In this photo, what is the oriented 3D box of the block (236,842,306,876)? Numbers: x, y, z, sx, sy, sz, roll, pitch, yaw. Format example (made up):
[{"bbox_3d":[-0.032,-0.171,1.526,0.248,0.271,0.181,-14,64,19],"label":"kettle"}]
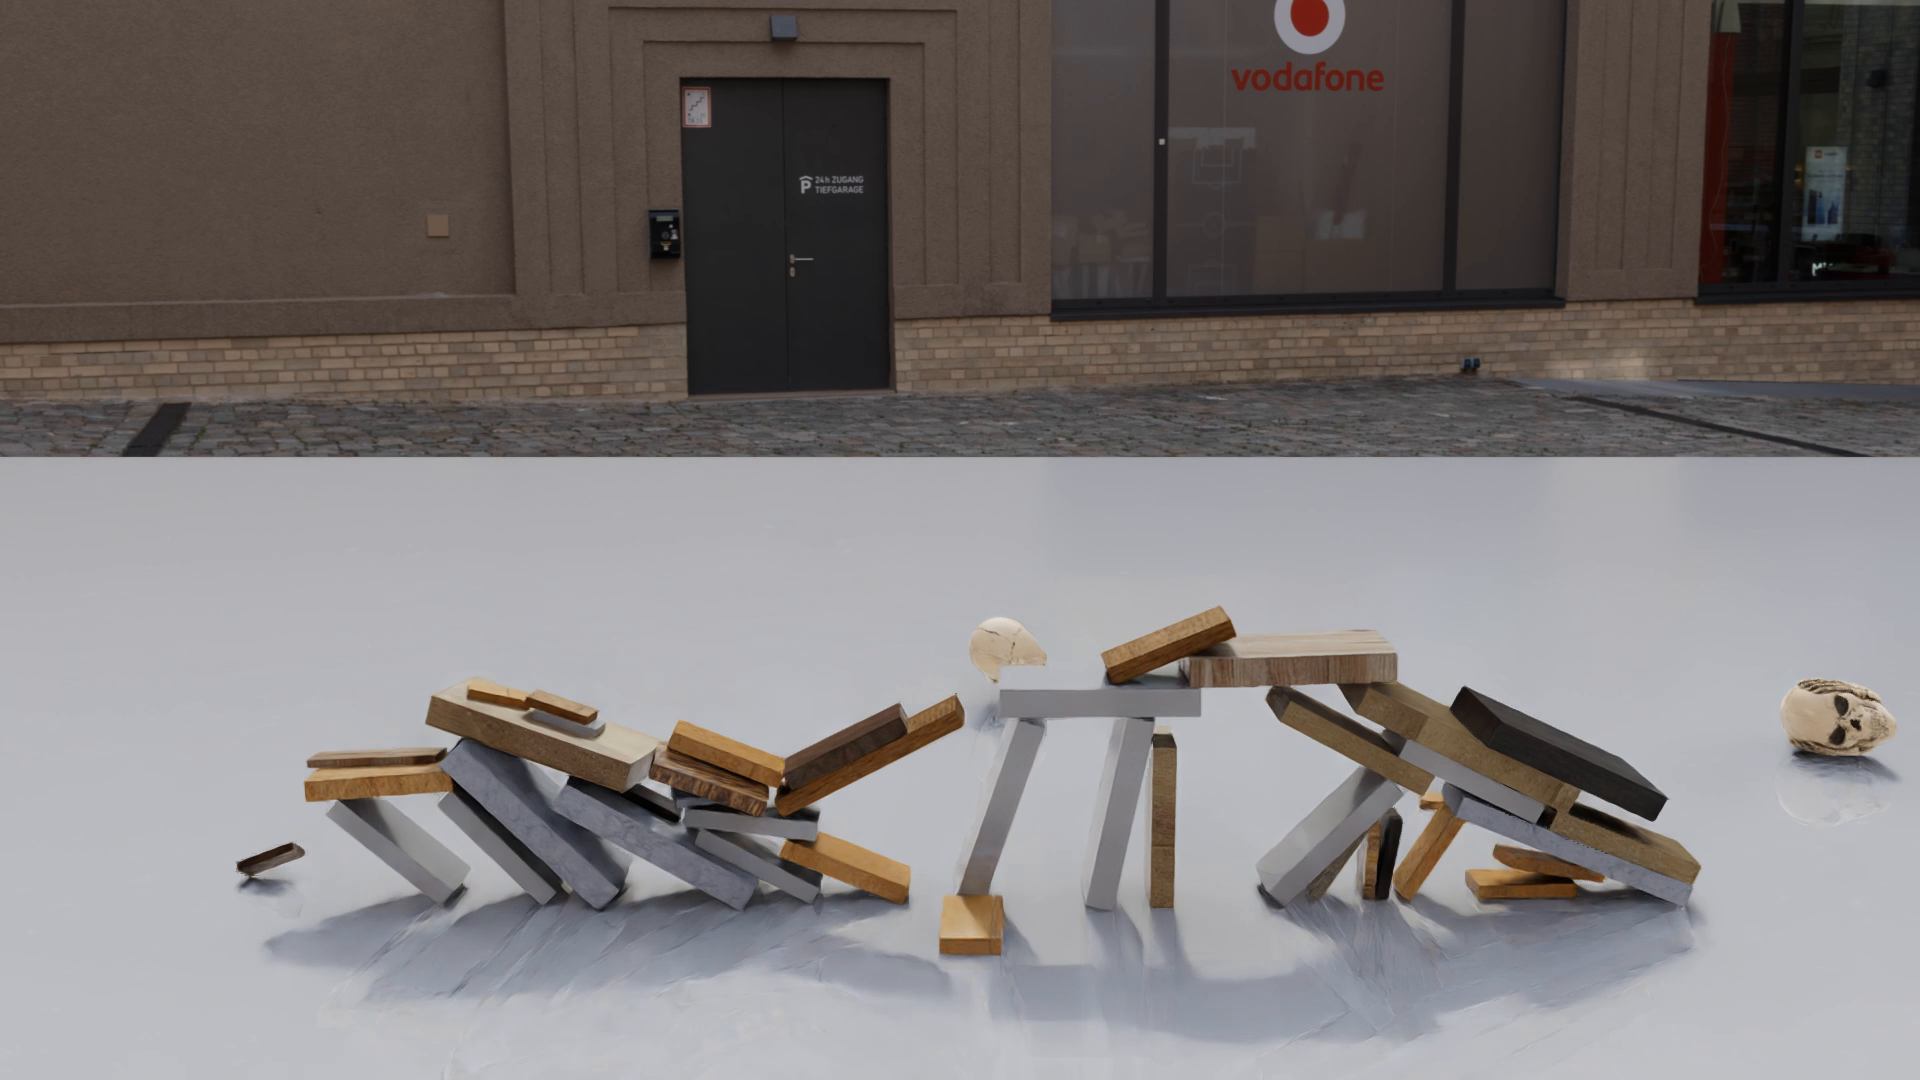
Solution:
[{"bbox_3d":[-1.170,0.542,3.734,0.100,0.014,0.050,-20,-21,-2],"label":"block"}]

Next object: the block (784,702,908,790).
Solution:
[{"bbox_3d":[-0.187,0.339,3.620,0.213,0.030,0.107,-26,9,2],"label":"block"}]

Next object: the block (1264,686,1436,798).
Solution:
[{"bbox_3d":[0.640,0.325,3.619,0.272,0.039,0.136,28,9,-7],"label":"block"}]

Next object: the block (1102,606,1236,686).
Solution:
[{"bbox_3d":[0.339,0.171,3.593,0.213,0.030,0.107,-22,11,2],"label":"block"}]

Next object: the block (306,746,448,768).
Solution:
[{"bbox_3d":[-0.969,0.362,3.656,0.226,0.014,0.050,-3,11,10],"label":"block"}]

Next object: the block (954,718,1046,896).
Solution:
[{"bbox_3d":[0.064,0.432,3.639,0.046,0.323,0.162,18,10,-3],"label":"block"}]

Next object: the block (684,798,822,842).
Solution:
[{"bbox_3d":[-0.342,0.455,3.644,0.218,0.031,0.109,7,10,-1],"label":"block"}]

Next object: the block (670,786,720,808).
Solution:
[{"bbox_3d":[-0.418,0.415,3.610,0.108,0.015,0.054,-2,23,-18],"label":"block"}]

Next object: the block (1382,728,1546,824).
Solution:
[{"bbox_3d":[0.829,0.379,3.629,0.257,0.036,0.129,26,10,-7],"label":"block"}]

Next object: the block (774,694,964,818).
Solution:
[{"bbox_3d":[-0.148,0.355,3.621,0.334,0.030,0.107,-27,9,5],"label":"block"}]

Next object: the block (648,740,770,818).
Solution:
[{"bbox_3d":[-0.407,0.388,3.573,0.194,0.027,0.097,20,15,-8],"label":"block"}]

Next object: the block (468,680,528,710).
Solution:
[{"bbox_3d":[-0.765,0.257,3.647,0.100,0.014,0.050,14,10,-16],"label":"block"}]

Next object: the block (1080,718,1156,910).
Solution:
[{"bbox_3d":[0.259,0.430,3.638,0.046,0.323,0.162,11,10,-2],"label":"block"}]

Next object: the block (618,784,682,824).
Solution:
[{"bbox_3d":[-0.514,0.433,3.654,0.108,0.015,0.054,29,9,-9],"label":"block"}]

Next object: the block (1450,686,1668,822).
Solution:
[{"bbox_3d":[0.986,0.352,3.628,0.334,0.047,0.167,24,11,-16],"label":"block"}]

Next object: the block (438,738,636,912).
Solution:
[{"bbox_3d":[-0.696,0.451,3.643,0.352,0.050,0.176,44,8,-7],"label":"block"}]

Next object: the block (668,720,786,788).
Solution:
[{"bbox_3d":[-0.383,0.353,3.630,0.194,0.027,0.097,21,6,-4],"label":"block"}]

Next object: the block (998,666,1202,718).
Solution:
[{"bbox_3d":[0.225,0.247,3.605,0.323,0.046,0.162,0,11,0],"label":"block"}]

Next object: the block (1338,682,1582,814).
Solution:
[{"bbox_3d":[0.819,0.323,3.626,0.392,0.047,0.167,26,11,-6],"label":"block"}]

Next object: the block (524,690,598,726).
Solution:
[{"bbox_3d":[-0.657,0.276,3.625,0.109,0.015,0.054,18,10,7],"label":"block"}]

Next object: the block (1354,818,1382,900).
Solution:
[{"bbox_3d":[0.679,0.520,3.662,0.020,0.139,0.069,2,10,-1],"label":"block"}]

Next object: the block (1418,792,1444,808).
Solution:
[{"bbox_3d":[0.922,0.493,4.151,0.109,0.015,0.054,1,11,7],"label":"block"}]

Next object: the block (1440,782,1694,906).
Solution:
[{"bbox_3d":[1.005,0.498,3.654,0.409,0.036,0.129,22,10,-3],"label":"block"}]

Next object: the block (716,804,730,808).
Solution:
[{"bbox_3d":[-0.402,0.424,3.648,0.108,0.015,0.054,9,11,10],"label":"block"}]

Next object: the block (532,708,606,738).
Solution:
[{"bbox_3d":[-0.643,0.297,3.621,0.109,0.015,0.054,17,10,5],"label":"block"}]

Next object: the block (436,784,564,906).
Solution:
[{"bbox_3d":[-0.756,0.494,3.648,0.034,0.241,0.121,-44,8,7],"label":"block"}]

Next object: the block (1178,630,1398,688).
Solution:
[{"bbox_3d":[0.533,0.194,3.605,0.334,0.047,0.167,-2,11,-1],"label":"block"}]

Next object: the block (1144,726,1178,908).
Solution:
[{"bbox_3d":[0.331,0.457,3.643,0.039,0.272,0.136,0,11,0],"label":"block"}]

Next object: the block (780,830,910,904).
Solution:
[{"bbox_3d":[-0.189,0.535,3.659,0.218,0.031,0.109,22,10,-4],"label":"block"}]

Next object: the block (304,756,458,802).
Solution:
[{"bbox_3d":[-0.943,0.389,3.629,0.241,0.034,0.121,-4,10,2],"label":"block"}]

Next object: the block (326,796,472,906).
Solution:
[{"bbox_3d":[-0.929,0.501,3.650,0.241,0.034,0.121,40,9,-6],"label":"block"}]

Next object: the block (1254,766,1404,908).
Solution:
[{"bbox_3d":[0.610,0.482,3.650,0.272,0.039,0.136,-44,8,7],"label":"block"}]

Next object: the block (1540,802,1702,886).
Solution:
[{"bbox_3d":[1.086,0.491,3.653,0.257,0.036,0.129,21,10,-4],"label":"block"}]

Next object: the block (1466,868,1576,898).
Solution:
[{"bbox_3d":[0.939,0.575,3.684,0.163,0.023,0.081,0,11,-3],"label":"block"}]

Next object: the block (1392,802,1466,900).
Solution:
[{"bbox_3d":[0.778,0.515,3.658,0.023,0.163,0.081,32,10,-4],"label":"block"}]

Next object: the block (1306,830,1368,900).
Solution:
[{"bbox_3d":[0.625,0.527,3.663,0.020,0.139,0.069,33,9,-6],"label":"block"}]

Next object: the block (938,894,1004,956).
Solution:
[{"bbox_3d":[0.019,0.610,3.489,0.097,0.027,0.194,0,11,2],"label":"block"}]

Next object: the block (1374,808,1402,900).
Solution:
[{"bbox_3d":[0.708,0.520,3.661,0.020,0.139,0.069,8,10,-2],"label":"block"}]

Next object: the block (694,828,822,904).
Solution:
[{"bbox_3d":[-0.333,0.526,3.657,0.218,0.031,0.109,28,9,-5],"label":"block"}]

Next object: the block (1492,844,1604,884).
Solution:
[{"bbox_3d":[0.981,0.540,3.667,0.163,0.023,0.081,11,3,-12],"label":"block"}]

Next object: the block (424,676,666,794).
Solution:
[{"bbox_3d":[-0.682,0.318,3.632,0.352,0.050,0.176,18,10,8],"label":"block"}]

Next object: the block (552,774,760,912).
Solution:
[{"bbox_3d":[-0.495,0.483,3.648,0.352,0.050,0.176,29,9,-5],"label":"block"}]
